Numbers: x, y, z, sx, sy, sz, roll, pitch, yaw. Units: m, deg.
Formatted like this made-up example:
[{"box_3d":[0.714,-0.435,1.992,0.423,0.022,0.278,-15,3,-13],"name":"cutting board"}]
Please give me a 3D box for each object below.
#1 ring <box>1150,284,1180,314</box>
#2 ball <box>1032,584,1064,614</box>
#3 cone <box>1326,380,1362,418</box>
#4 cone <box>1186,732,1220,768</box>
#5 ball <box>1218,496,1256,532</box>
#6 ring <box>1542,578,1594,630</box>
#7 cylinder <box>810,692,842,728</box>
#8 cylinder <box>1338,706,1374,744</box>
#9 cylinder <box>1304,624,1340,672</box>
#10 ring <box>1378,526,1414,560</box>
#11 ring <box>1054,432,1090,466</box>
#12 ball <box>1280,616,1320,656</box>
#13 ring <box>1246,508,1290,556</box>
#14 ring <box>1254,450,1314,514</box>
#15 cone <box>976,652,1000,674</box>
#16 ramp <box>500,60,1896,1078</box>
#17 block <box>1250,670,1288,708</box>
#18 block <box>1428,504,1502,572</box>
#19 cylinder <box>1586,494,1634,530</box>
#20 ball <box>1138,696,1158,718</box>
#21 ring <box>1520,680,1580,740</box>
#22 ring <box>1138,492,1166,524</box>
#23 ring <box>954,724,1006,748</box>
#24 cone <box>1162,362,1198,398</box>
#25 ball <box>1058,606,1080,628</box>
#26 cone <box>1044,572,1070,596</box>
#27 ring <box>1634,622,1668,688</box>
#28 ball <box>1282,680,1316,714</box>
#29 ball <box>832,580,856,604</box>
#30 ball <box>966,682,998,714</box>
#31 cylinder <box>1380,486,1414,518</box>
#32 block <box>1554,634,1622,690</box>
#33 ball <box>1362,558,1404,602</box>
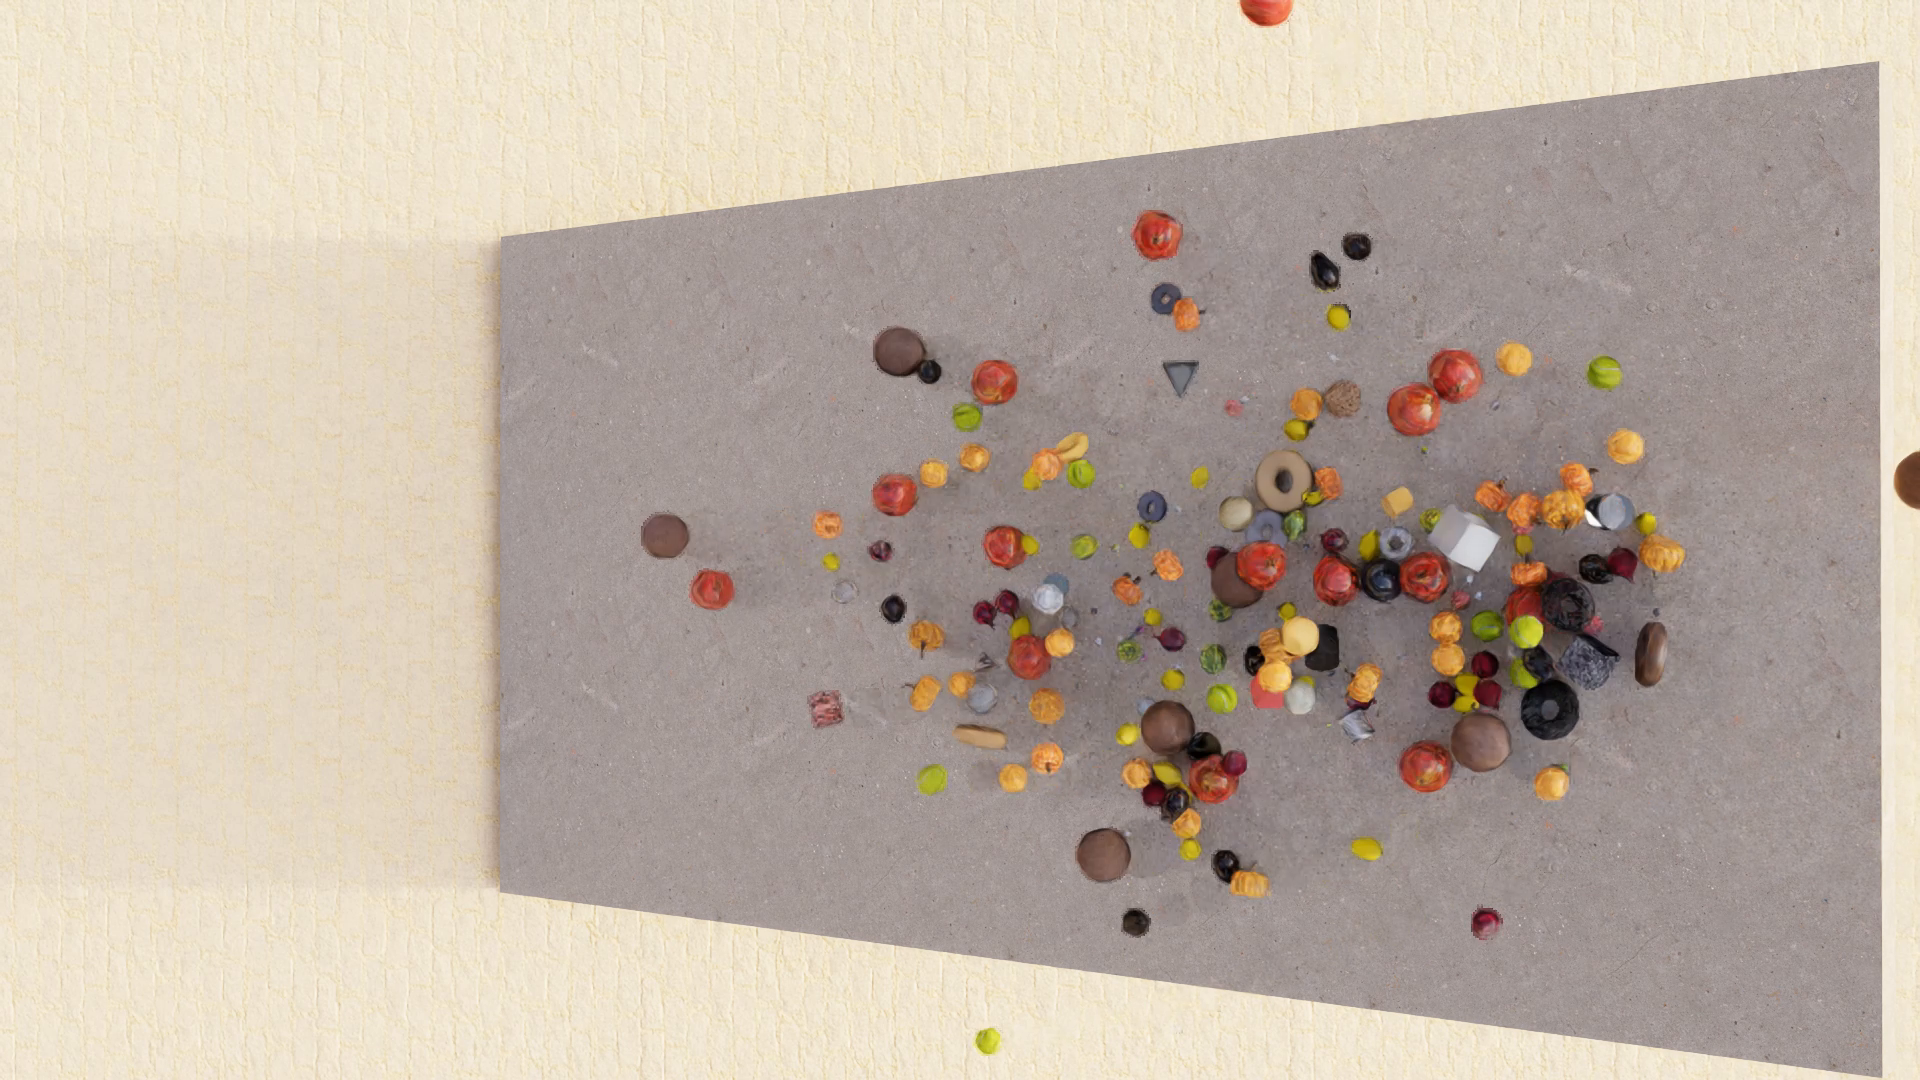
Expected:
[{"box_3d":[0.494,-0.578,5.279,0.077,0.026,0.077,-7,73,26],"name":"ring"},{"box_3d":[0.215,0.144,5.362,0.075,0.075,0.075,0,90,0],"name":"ball"},{"box_3d":[0.849,-0.322,4.982,0.089,0.089,0.089,0,89,37],"name":"cone"},{"box_3d":[0.556,0.500,5.194,0.088,0.088,0.088,0,91,36],"name":"cone"},{"box_3d":[0.643,-0.061,5.104,0.084,0.084,0.084,0,90,0],"name":"ball"},{"box_3d":[1.266,0.135,4.578,0.116,0.039,0.116,18,120,34],"name":"ring"},{"box_3d":[-0.357,0.453,5.875,0.077,0.077,0.077,-13,76,0],"name":"cylinder"},{"box_3d":[0.876,0.409,4.861,0.060,0.060,0.060,-27,72,0],"name":"cylinder"},{"box_3d":[0.816,0.243,4.965,0.077,0.077,0.077,1,56,0],"name":"cylinder"},{"box_3d":[0.965,0.006,4.865,0.078,0.026,0.078,3,103,14],"name":"ring"},{"box_3d":[0.275,-0.225,5.414,0.101,0.101,0.034,-39,117,0],"name":"ring"},{"box_3d":[0.757,0.214,4.893,0.087,0.087,0.087,0,90,0],"name":"ball"},{"box_3d":[0.714,-0.017,5.113,0.112,0.037,0.112,-3,85,34],"name":"ring"},{"box_3d":[0.749,-0.136,5.080,0.149,0.050,0.149,3,96,36],"name":"ring"},{"box_3d":[0.078,0.318,5.586,0.058,0.058,0.058,16,90,11],"name":"cone"},{"box_3d":[0.234,0.065,5.554,4.000,0.100,2.000,0,89,37],"name":"ramp"},{"box_3d":[0.715,0.344,5.070,0.062,0.062,0.062,6,52,-19],"name":"block"},{"box_3d":[1.062,-0.005,4.630,0.090,0.090,0.090,21,108,-28],"name":"block"},{"box_3d":[1.357,-0.059,4.590,0.076,0.076,0.076,0,92,-5],"name":"cylinder"},{"box_3d":[0.452,0.403,5.296,0.051,0.051,0.051,0,90,0],"name":"ball"},{"box_3d":[1.260,0.363,4.696,0.131,0.044,0.131,-10,74,38],"name":"ring"},{"box_3d":[0.464,-0.079,5.306,0.078,0.026,0.078,-3,85,39],"name":"ring"},{"box_3d":[0.050,0.493,5.526,0.134,0.134,0.045,11,90,0],"name":"ring"},{"box_3d":[0.510,-0.367,5.107,0.083,0.083,0.083,-1,102,0],"name":"cone"},{"box_3d":[0.269,0.191,5.431,0.053,0.053,0.053,0,90,0],"name":"ball"},{"box_3d":[0.237,0.122,5.424,0.067,0.067,0.067,0,103,2],"name":"cone"},{"box_3d":[1.422,0.235,4.526,0.046,0.137,0.137,8,90,7],"name":"ring"},{"box_3d":[0.761,0.353,4.927,0.076,0.076,0.076,0,90,0],"name":"ball"},{"box_3d":[-0.307,0.139,5.851,0.066,0.066,0.066,0,90,0],"name":"ball"},{"box_3d":[0.056,0.400,5.569,0.081,0.081,0.081,0,90,0],"name":"ball"},{"box_3d":[0.974,-0.084,4.898,0.052,0.052,0.052,-30,90,-13],"name":"cylinder"},{"box_3d":[1.323,0.257,4.629,0.082,0.082,0.082,40,112,33],"name":"block"},{"box_3d":[0.944,0.090,4.905,0.096,0.096,0.096,0,90,0],"name":"ball"}]
